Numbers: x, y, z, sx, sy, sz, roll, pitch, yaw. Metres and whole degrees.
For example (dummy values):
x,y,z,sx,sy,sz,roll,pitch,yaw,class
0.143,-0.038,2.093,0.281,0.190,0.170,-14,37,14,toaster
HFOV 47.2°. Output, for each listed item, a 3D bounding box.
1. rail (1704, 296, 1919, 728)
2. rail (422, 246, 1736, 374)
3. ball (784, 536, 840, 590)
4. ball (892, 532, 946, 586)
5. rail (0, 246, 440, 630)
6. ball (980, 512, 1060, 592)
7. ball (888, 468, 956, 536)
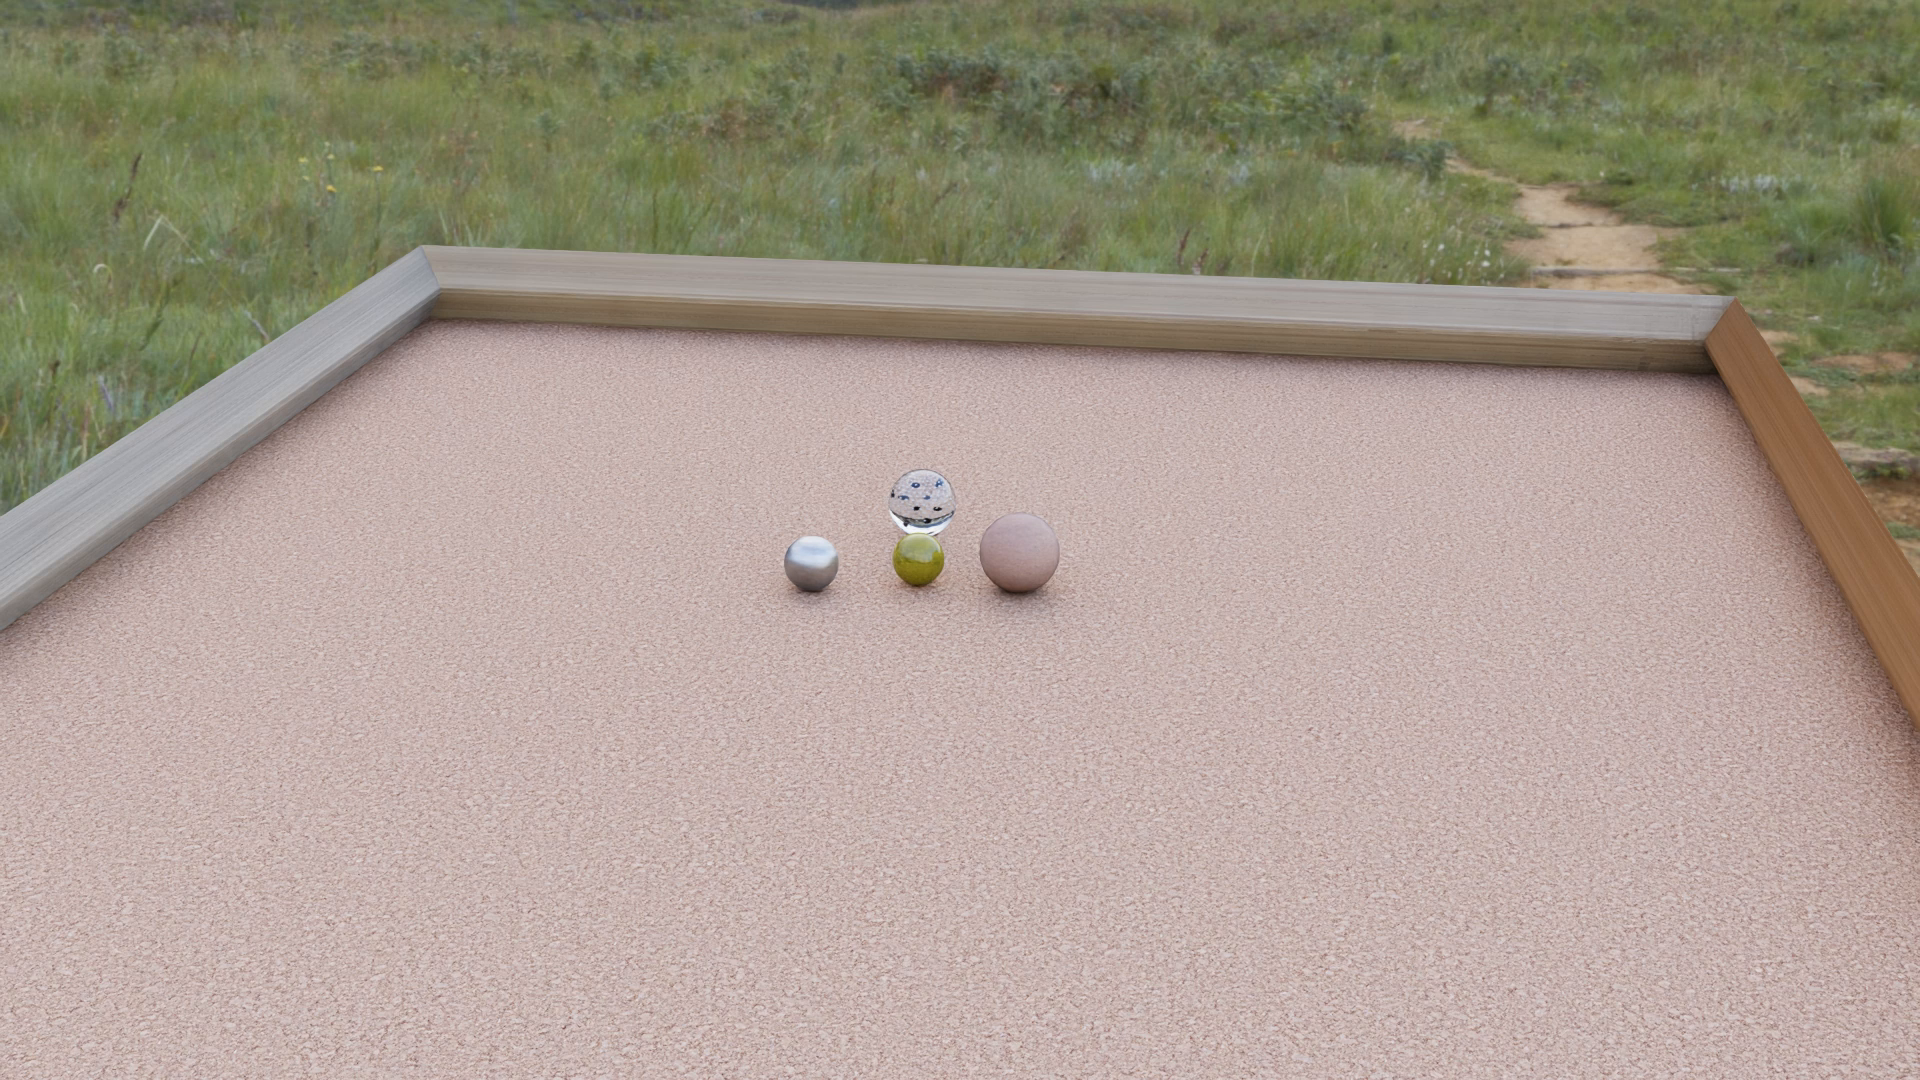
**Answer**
x,y,z,sx,sy,sz,roll,pitch,yaw,class
0.812,0.360,1.513,0.045,0.115,3.567,3,22,8,rail
0.132,-0.339,3.263,1.963,0.115,0.045,3,22,8,rail
-0.164,0.025,2.426,0.061,0.061,0.061,0,22,0,ball
-0.046,0.021,2.440,0.059,0.059,0.059,0,22,0,ball
-1.082,0.252,1.783,0.045,0.115,3.567,3,22,8,rail
0.066,0.014,2.418,0.089,0.089,0.089,0,22,0,ball
-0.044,-0.044,2.574,0.080,0.080,0.080,0,22,0,ball
